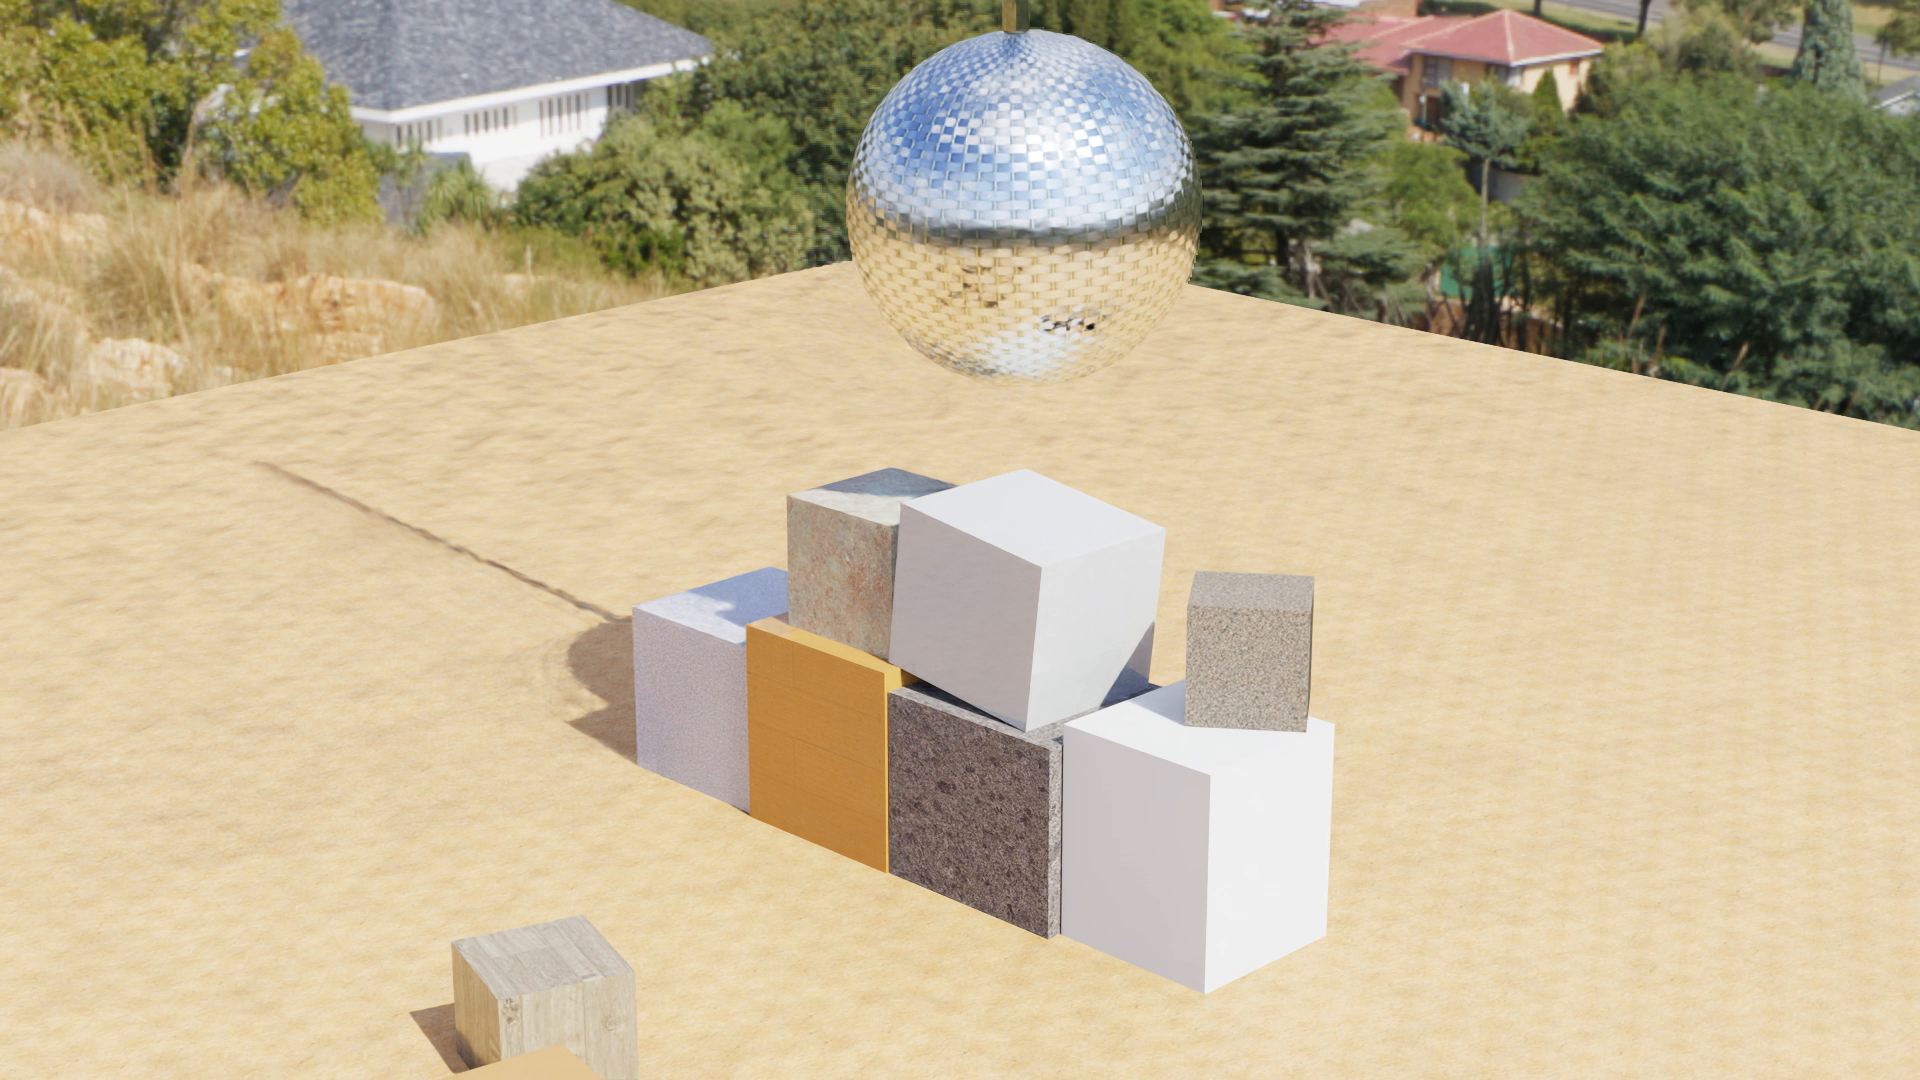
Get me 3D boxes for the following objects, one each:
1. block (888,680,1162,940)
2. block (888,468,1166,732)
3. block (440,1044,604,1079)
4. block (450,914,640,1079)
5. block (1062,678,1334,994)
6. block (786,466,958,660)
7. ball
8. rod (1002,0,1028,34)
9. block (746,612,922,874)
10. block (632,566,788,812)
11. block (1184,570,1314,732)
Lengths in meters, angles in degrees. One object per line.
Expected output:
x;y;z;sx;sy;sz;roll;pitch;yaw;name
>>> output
0.357;1.116;13.312;0.925;0.888;0.999;-17;24;-42;block
0.294;0.252;13.126;0.790;0.778;0.876;-16;30;-42;block
-1.523;2.237;10.230;0.658;0.597;0.657;-12;21;-33;block
-1.641;1.867;11.586;0.555;0.490;0.586;-9;19;-26;block
1.023;1.259;12.689;0.816;0.988;0.823;-17;24;-42;block
-0.318;0.099;13.699;0.678;0.639;0.703;-17;24;-42;block
0.285;-1.484;13.174;1.600;1.600;1.600;0;17;0;ball
0.124;-4.672;12.003;0.080;5.200;0.080;17;28;42;rod
-0.340;0.865;13.961;0.948;0.979;0.945;17;24;42;block
-0.985;0.728;14.614;0.912;0.847;0.884;-17;24;-42;block
1.250;0.476;12.626;0.518;0.545;0.484;3;18;8;block
